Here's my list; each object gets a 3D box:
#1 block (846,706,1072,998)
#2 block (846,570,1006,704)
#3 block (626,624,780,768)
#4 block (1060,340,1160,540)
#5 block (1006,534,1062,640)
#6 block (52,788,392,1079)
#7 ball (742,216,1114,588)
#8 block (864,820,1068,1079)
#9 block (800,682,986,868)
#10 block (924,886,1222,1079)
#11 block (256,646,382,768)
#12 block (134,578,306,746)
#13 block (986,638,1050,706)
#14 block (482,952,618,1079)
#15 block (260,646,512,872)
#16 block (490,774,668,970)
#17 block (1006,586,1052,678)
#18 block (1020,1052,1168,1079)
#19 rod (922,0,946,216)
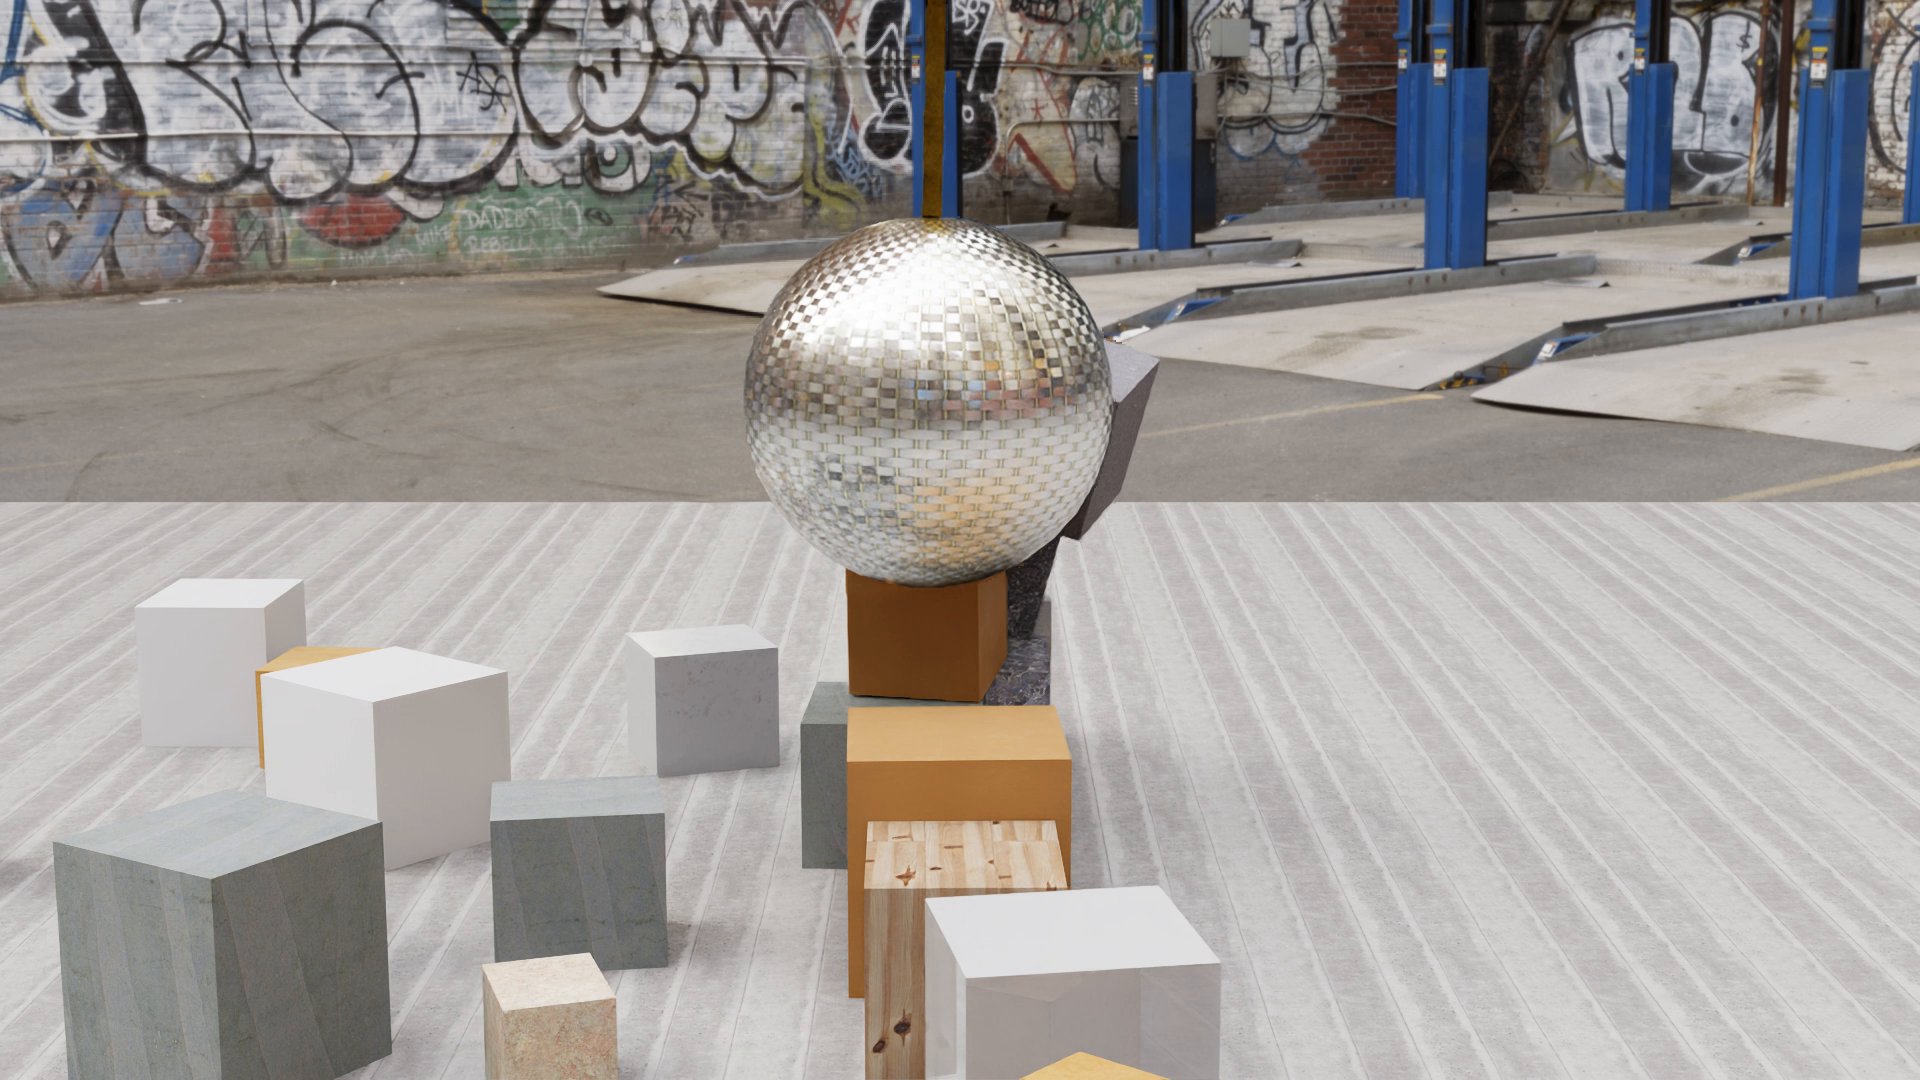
[{"bbox_3d":[-0.018,1.222,10.219,0.853,0.940,0.845,0,10,-2],"label":"block"},{"bbox_3d":[-0.147,0.342,11.993,0.616,0.620,0.631,3,18,12],"label":"block"},{"bbox_3d":[-1.337,0.824,13.292,0.647,0.624,0.607,-4,11,-21],"label":"block"},{"bbox_3d":[0.411,-0.560,12.201,0.753,0.717,0.732,21,25,12],"label":"block"},{"bbox_3d":[0.118,-0.025,12.595,0.676,0.690,0.638,14,25,-2],"label":"block"},{"bbox_3d":[-2.607,1.456,9.114,0.795,0.875,0.788,6,12,32],"label":"block"},{"bbox_3d":[-0.138,-0.594,11.072,1.600,1.600,1.600,0,10,0],"label":"ball"},{"bbox_3d":[0.013,1.488,9.416,0.710,0.704,0.818,0,10,-1],"label":"block"},{"bbox_3d":[-0.294,1.073,11.800,0.796,0.667,0.801,0,10,2],"label":"block"},{"bbox_3d":[0.350,1.641,8.405,0.812,0.764,0.788,-2,10,-10],"label":"block"},{"bbox_3d":[-3.269,0.872,13.336,0.567,0.513,0.577,1,10,6],"label":"block"},{"bbox_3d":[-3.974,0.653,13.872,0.682,0.751,0.769,0,10,1],"label":"block"},{"bbox_3d":[0.010,0.909,12.568,0.838,0.715,0.753,0,10,1],"label":"block"},{"bbox_3d":[-1.428,1.728,8.919,0.383,0.409,0.480,-3,11,-19],"label":"block"},{"bbox_3d":[-2.652,0.997,11.892,0.821,0.783,0.771,8,13,39],"label":"block"},{"bbox_3d":[-1.542,1.347,10.377,0.677,0.636,0.569,-2,10,-9],"label":"block"},{"bbox_3d":[0.019,0.677,13.341,0.860,0.895,0.816,0,10,-1],"label":"block"},{"bbox_3d":[0.419,1.918,7.373,0.673,0.589,0.608,9,13,40],"label":"block"},{"bbox_3d":[-0.060,-3.938,10.464,0.080,5.200,0.080,1,10,0],"label":"rod"}]
